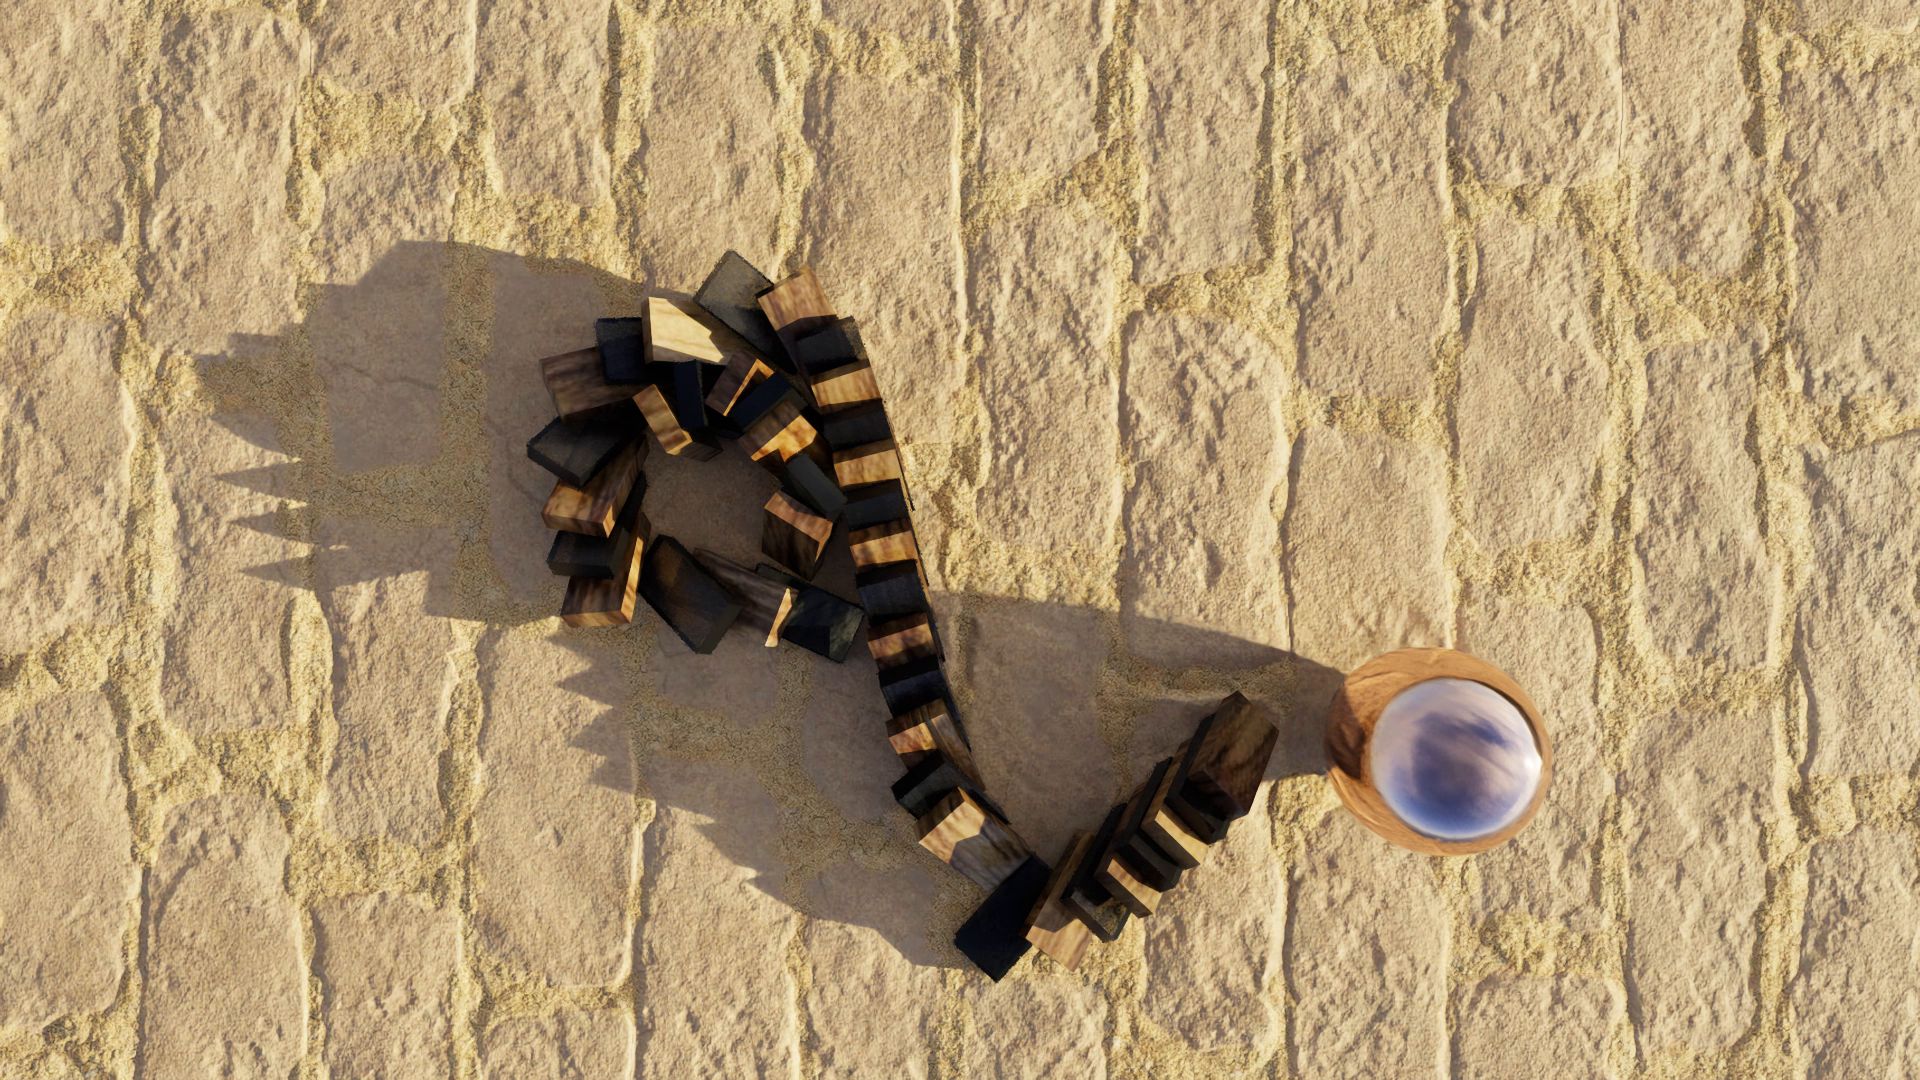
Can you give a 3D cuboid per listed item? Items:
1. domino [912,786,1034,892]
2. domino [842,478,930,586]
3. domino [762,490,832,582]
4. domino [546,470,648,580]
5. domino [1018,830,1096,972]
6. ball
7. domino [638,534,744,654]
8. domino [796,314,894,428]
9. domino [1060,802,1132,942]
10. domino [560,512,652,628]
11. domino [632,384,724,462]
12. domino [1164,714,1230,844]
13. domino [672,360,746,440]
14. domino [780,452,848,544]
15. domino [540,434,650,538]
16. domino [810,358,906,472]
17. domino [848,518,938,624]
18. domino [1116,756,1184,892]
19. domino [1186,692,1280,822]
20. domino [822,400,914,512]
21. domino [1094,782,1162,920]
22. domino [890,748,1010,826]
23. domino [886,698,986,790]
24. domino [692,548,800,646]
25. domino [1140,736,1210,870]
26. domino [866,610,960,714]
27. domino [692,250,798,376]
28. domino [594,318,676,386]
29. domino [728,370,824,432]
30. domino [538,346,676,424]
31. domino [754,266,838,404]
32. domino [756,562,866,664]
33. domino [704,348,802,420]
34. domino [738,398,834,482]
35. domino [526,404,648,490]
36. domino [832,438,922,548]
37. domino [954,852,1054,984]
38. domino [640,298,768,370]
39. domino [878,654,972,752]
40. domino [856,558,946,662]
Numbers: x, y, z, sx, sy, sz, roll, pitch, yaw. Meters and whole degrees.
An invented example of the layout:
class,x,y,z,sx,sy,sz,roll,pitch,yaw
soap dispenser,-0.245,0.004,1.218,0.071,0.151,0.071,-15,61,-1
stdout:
class,x,y,z,sx,sy,sz,roll,pitch,yaw
domino,0.006,0.126,0.382,0.025,0.010,0.050,-42,122,2
domino,-0.031,0.000,0.381,0.025,0.009,0.050,-15,126,-1
domino,-0.067,-0.001,0.375,0.025,0.050,0.009,32,66,0
domino,-0.150,-0.008,0.381,0.025,0.010,0.050,4,54,0
domino,0.049,0.151,0.386,0.025,0.009,0.050,37,69,-5
ball,0.185,0.082,0.360,0.080,0.080,0.080,0,90,0
domino,-0.115,0.022,0.383,0.050,0.010,0.025,39,98,26
domino,-0.048,-0.065,0.383,0.025,0.010,0.050,-19,120,0
domino,0.064,0.137,0.381,0.025,0.010,0.050,43,52,0
domino,-0.146,0.012,0.380,0.025,0.010,0.050,-5,53,4
domino,-0.114,-0.047,0.375,0.009,0.050,0.025,-32,90,1
domino,0.104,0.098,0.379,0.025,0.050,0.010,44,135,0
domino,-0.100,-0.056,0.375,0.009,0.050,0.025,-7,90,9
domino,-0.061,-0.014,0.374,0.010,0.050,0.025,-41,85,-24
domino,-0.150,-0.025,0.381,0.025,0.009,0.050,9,51,0
domino,-0.042,-0.048,0.382,0.025,0.010,0.050,-18,125,0
domino,-0.027,0.016,0.381,0.025,0.009,0.050,-15,126,-1
domino,0.085,0.117,0.379,0.025,0.010,0.050,43,45,0
domino,0.114,0.088,0.379,0.025,0.050,0.010,45,135,0
domino,-0.037,-0.031,0.382,0.025,0.009,0.050,-15,126,0
domino,0.076,0.127,0.379,0.025,0.010,0.050,43,45,0
domino,-0.003,0.111,0.383,0.025,0.010,0.050,-40,122,1
domino,-0.009,0.090,0.382,0.025,0.010,0.050,-24,123,1
domino,-0.094,0.024,0.386,0.050,0.009,0.025,21,90,23
domino,0.095,0.108,0.379,0.025,0.009,0.050,44,45,0
domino,-0.019,0.055,0.383,0.025,0.009,0.050,-18,120,0
domino,-0.082,-0.094,0.381,0.050,0.010,0.025,36,86,-36
domino,-0.124,-0.080,0.383,0.050,0.010,0.025,-10,90,-30
domino,-0.073,-0.049,0.375,0.025,0.050,0.010,-41,77,0
domino,-0.145,-0.068,0.382,0.050,0.009,0.025,-24,86,-32
domino,-0.061,-0.085,0.382,0.025,0.009,0.050,-30,121,-4
domino,-0.068,0.031,0.395,0.050,0.010,0.025,24,90,0
domino,-0.083,-0.058,0.375,0.009,0.050,0.025,31,90,12
domino,-0.068,-0.037,0.375,0.025,0.050,0.009,-40,71,0
domino,-0.152,-0.046,0.381,0.025,0.010,0.050,32,53,0
domino,-0.034,-0.016,0.381,0.025,0.010,0.050,-14,126,-1
domino,0.024,0.162,0.395,0.025,0.010,0.050,43,90,0
domino,-0.105,-0.085,0.381,0.050,0.009,0.025,-4,90,-39
domino,-0.014,0.072,0.382,0.025,0.009,0.050,-18,124,0
domino,-0.024,0.033,0.382,0.025,0.010,0.050,-15,125,0
